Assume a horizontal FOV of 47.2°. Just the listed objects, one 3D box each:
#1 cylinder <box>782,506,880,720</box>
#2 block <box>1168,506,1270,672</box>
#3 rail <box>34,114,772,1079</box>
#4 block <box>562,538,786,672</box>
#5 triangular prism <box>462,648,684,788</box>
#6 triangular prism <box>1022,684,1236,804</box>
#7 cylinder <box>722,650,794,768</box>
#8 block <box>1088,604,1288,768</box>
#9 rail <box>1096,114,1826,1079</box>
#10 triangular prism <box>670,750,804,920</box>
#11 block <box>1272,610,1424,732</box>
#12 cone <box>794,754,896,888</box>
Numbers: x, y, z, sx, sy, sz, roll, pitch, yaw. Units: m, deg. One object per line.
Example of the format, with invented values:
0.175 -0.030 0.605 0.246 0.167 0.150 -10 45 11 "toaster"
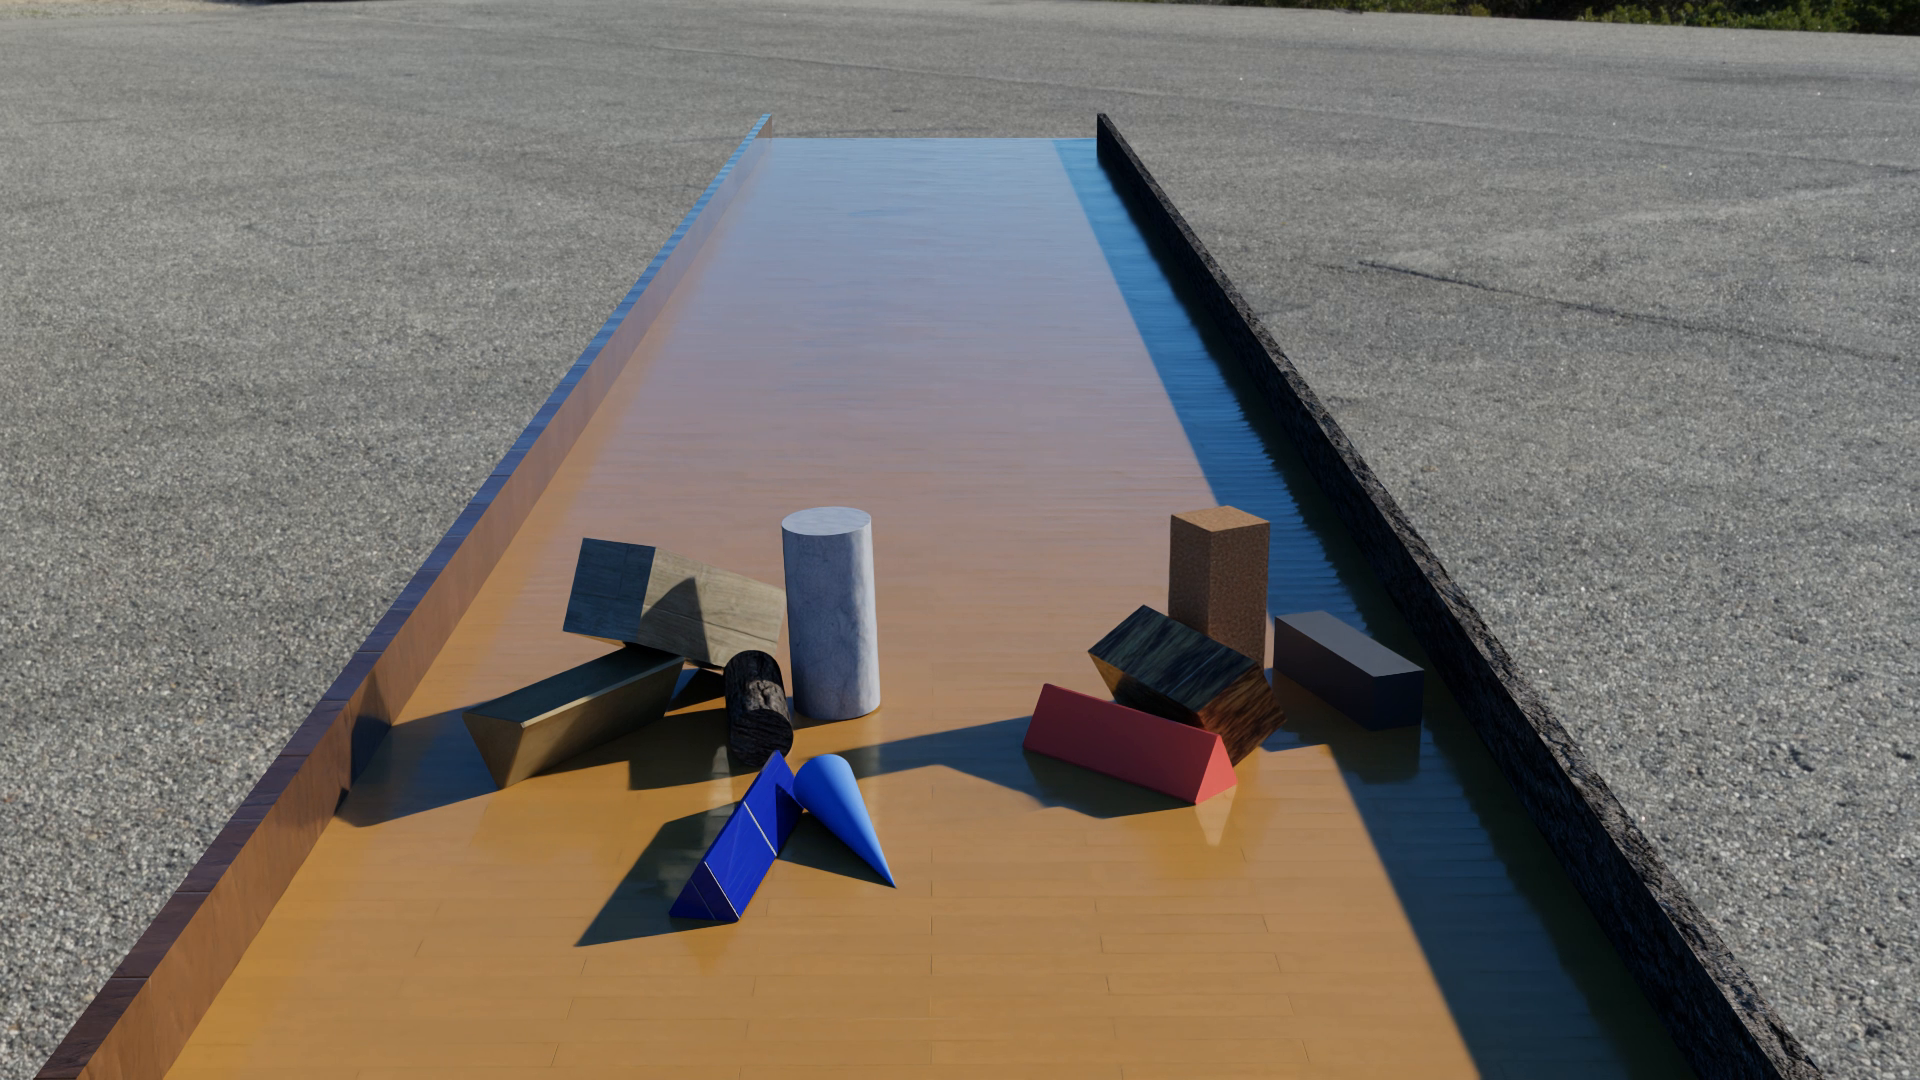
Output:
-0.240 0.137 4.112 0.166 0.365 0.166 -2 19 1 "cylinder"
0.487 0.129 4.168 0.133 0.355 0.133 -9 19 -28 "block"
-1.118 -0.838 7.780 0.050 0.150 12.000 0 17 -1 "rail"
-0.532 0.133 4.163 0.176 0.176 0.412 7 -9 33 "block"
-0.666 0.290 3.914 0.127 0.147 0.413 -31 -5 37 "triangular prism"
0.297 0.346 3.867 0.381 0.106 0.123 14 21 40 "triangular prism"
-0.371 0.304 4.011 0.111 0.111 0.312 -2 17 -8 "cylinder"
0.409 0.263 3.999 0.142 0.142 0.362 -39 30 -14 "block"
0.932 -0.844 7.801 0.050 0.150 12.000 0 17 -1 "rail"
-0.347 0.460 3.506 0.108 0.093 0.451 3 17 9 "triangular prism"
0.739 0.246 4.211 0.107 0.107 0.373 -6 18 -20 "block"
-0.164 0.473 3.544 0.106 0.106 0.333 -7 27 -23 "cone"
